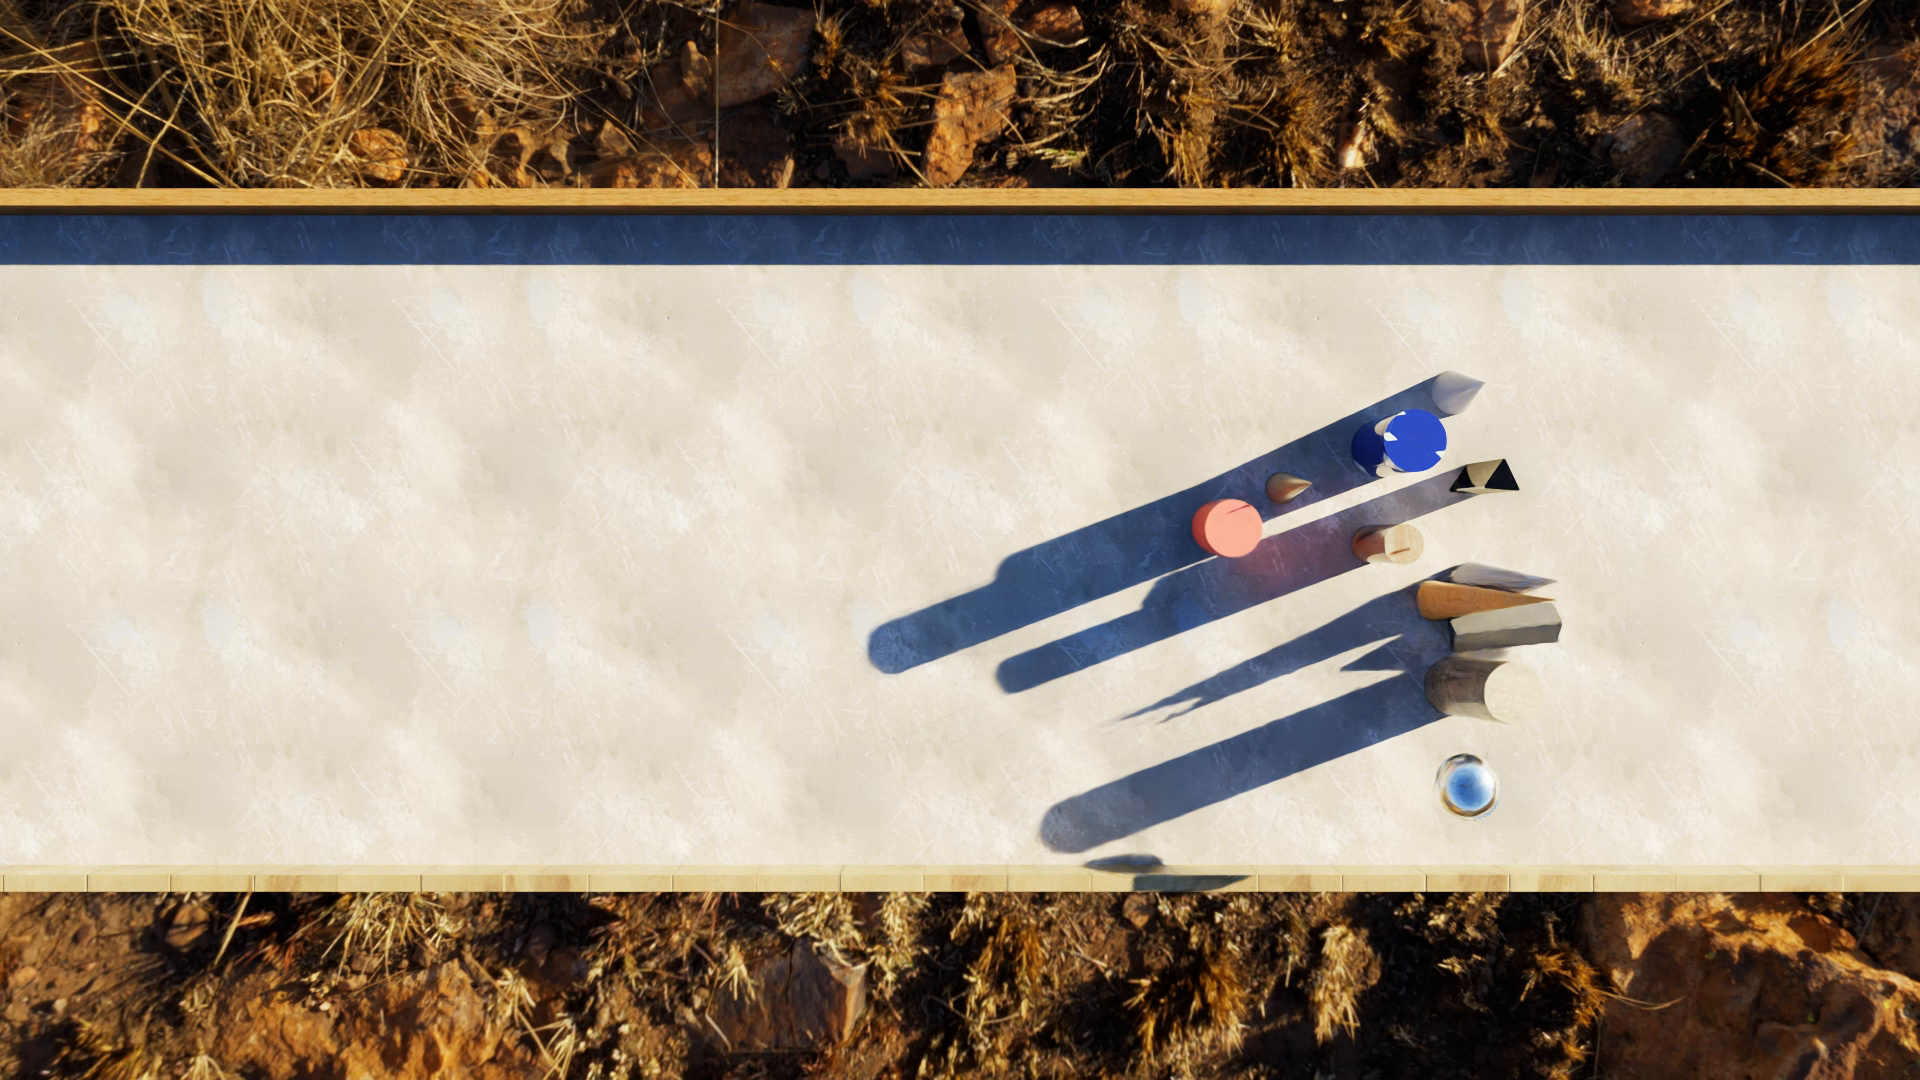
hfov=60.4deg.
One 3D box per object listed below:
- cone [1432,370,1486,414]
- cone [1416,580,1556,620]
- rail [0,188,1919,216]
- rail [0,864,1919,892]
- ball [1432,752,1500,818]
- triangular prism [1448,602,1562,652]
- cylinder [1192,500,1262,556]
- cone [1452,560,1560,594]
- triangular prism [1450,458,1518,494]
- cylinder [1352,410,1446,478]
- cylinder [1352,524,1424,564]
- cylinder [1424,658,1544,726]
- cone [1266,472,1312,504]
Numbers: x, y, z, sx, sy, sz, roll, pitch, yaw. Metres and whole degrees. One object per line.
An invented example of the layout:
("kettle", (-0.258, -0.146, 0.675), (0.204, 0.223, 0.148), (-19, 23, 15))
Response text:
("cone", (1.521, -0.456, 4.924), (0.140, 0.304, 0.140), (0, 90, 0))
("cone", (1.567, 0.177, 4.859), (0.125, 0.448, 0.125), (2, 87, -36))
("rail", (-2.247, -1.025, 5.002), (12.000, 0.150, 0.050), (0, 90, 0))
("rail", (-2.247, 1.025, 5.001), (12.000, 0.150, 0.050), (0, 90, 0))
("ball", (1.441, 0.699, 4.693), (0.184, 0.184, 0.184), (0, 90, 0))
("triangular prism", (1.651, 0.265, 4.996), (0.314, 0.105, 0.122), (-7, 87, 6))
("cylinder", (0.789, -0.038, 4.896), (0.164, 0.355, 0.164), (0, 91, 2))
("cone", (1.632, 0.126, 4.844), (0.152, 0.440, 0.152), (1, 87, -14))
("triangular prism", (1.560, -0.191, 4.907), (0.101, 0.339, 0.088), (4, 90, 0))
("cylinder", (1.294, -0.282, 4.881), (0.179, 0.392, 0.179), (0, 90, 0))
("cylinder", (1.262, 0.012, 4.881), (0.116, 0.391, 0.116), (0, 90, 0))
("cylinder", (1.536, 0.441, 4.857), (0.177, 0.420, 0.177), (0, 88, -7))
("cone", (0.990, -0.160, 4.853), (0.101, 0.447, 0.101), (0, 90, 0))
